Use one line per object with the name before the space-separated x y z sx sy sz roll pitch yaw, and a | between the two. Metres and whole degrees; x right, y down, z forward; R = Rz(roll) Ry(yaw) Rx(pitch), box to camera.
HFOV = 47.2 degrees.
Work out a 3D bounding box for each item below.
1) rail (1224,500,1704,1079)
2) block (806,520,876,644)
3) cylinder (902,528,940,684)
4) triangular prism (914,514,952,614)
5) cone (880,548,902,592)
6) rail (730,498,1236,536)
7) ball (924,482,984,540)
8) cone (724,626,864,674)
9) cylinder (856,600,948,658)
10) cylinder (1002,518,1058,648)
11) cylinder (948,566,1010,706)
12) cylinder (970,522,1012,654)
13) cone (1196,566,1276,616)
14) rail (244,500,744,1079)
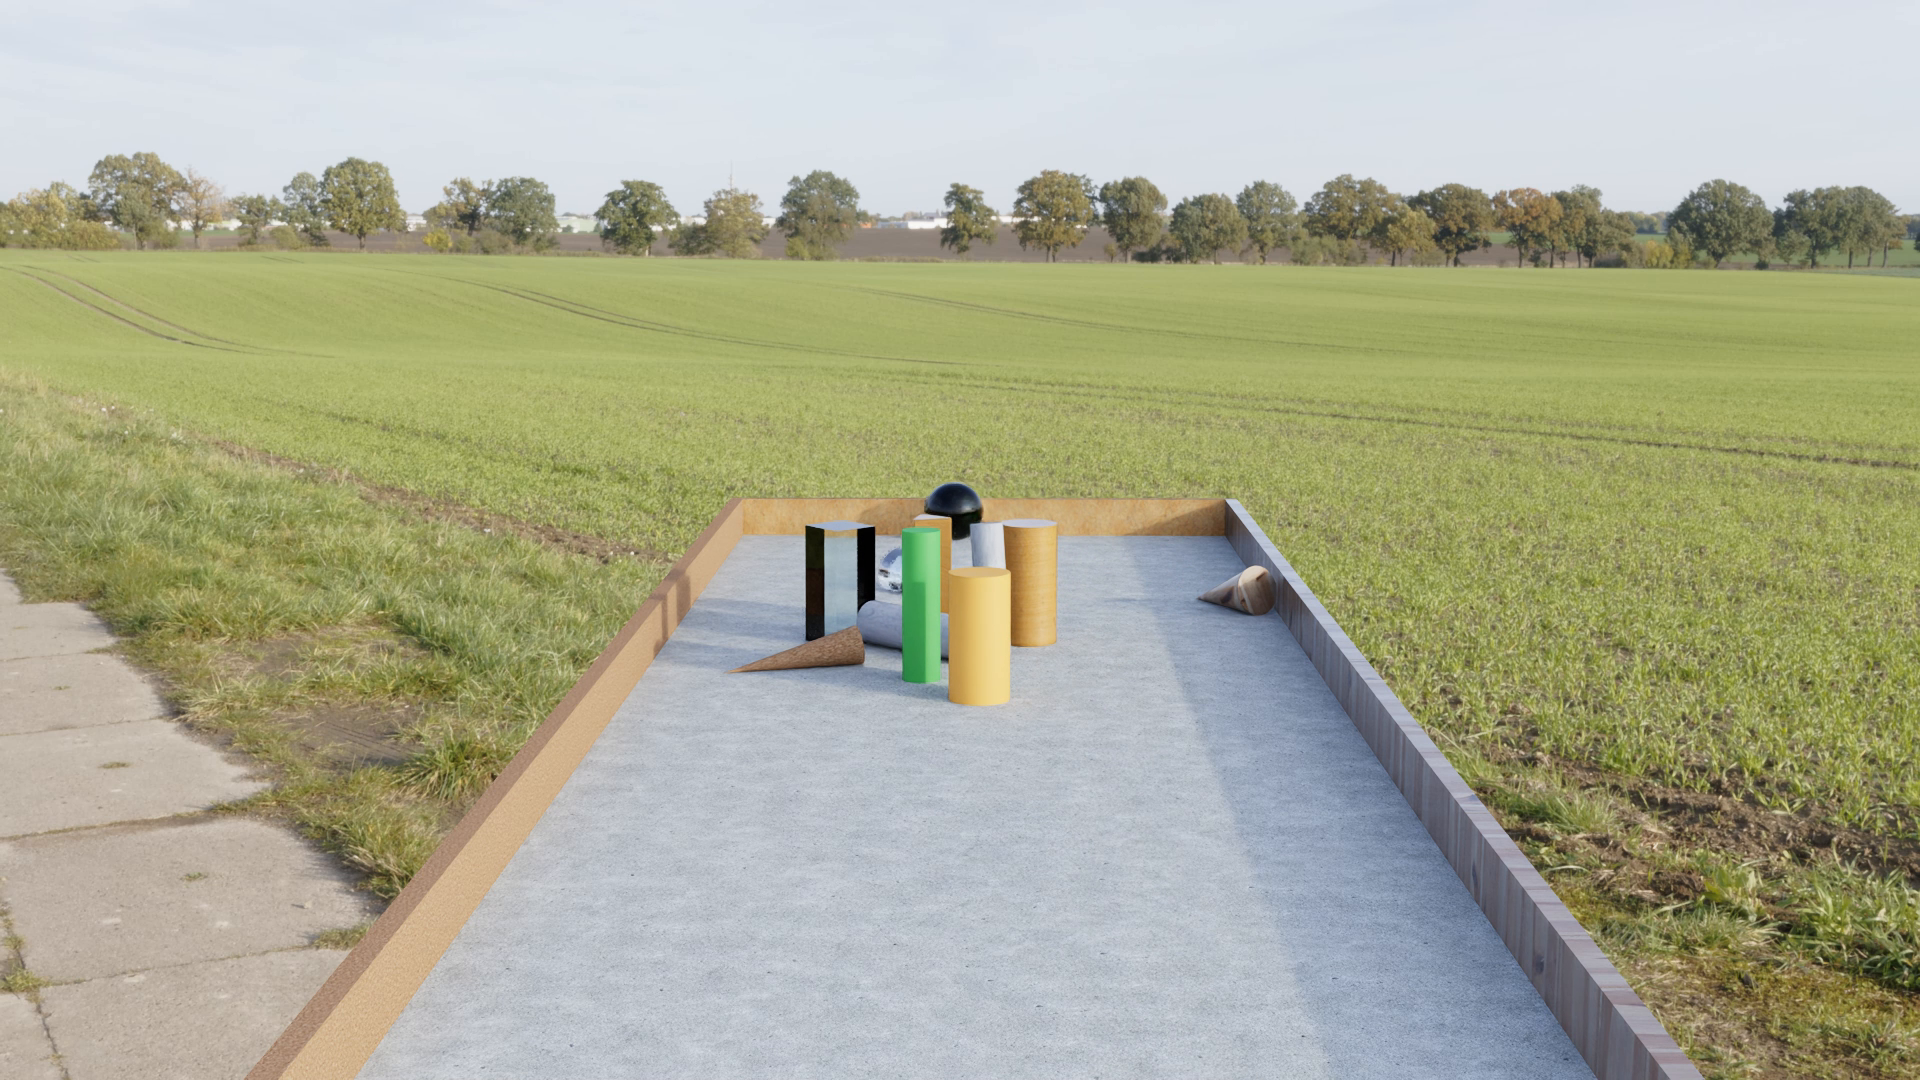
rail | 1.046 0.843 3.208 0.050 0.150 12.000 0 9 1
block | -0.378 0.138 6.952 0.157 0.371 0.157 -8 13 -41
cylinder | -0.113 0.189 6.407 0.112 0.442 0.112 0 9 0
triangular prism | -0.103 0.123 6.961 0.124 0.399 0.107 -3 9 -19
cone | -0.069 0.164 7.728 0.446 0.154 0.154 20 19 37
rail | 0.099 -0.098 9.147 2.100 0.150 0.050 0 9 1
ball | -0.024 -0.117 8.983 0.239 0.239 0.239 0 9 0
cone | -0.505 0.355 6.578 0.425 0.118 0.118 -11 12 -17
cylinder | -0.119 0.282 6.795 0.445 0.136 0.136 9 12 43
cylinder | 0.217 0.134 6.948 0.180 0.380 0.180 0 9 0
cylinder | 0.054 0.268 6.162 0.173 0.362 0.173 0 9 0
cylinder | 0.094 0.150 6.737 0.101 0.405 0.101 -4 4 0
cone | 0.915 0.188 7.563 0.167 0.167 0.345 -6 -3 -31
rail | -1.004 0.839 3.234 0.050 0.150 12.000 0 9 1
